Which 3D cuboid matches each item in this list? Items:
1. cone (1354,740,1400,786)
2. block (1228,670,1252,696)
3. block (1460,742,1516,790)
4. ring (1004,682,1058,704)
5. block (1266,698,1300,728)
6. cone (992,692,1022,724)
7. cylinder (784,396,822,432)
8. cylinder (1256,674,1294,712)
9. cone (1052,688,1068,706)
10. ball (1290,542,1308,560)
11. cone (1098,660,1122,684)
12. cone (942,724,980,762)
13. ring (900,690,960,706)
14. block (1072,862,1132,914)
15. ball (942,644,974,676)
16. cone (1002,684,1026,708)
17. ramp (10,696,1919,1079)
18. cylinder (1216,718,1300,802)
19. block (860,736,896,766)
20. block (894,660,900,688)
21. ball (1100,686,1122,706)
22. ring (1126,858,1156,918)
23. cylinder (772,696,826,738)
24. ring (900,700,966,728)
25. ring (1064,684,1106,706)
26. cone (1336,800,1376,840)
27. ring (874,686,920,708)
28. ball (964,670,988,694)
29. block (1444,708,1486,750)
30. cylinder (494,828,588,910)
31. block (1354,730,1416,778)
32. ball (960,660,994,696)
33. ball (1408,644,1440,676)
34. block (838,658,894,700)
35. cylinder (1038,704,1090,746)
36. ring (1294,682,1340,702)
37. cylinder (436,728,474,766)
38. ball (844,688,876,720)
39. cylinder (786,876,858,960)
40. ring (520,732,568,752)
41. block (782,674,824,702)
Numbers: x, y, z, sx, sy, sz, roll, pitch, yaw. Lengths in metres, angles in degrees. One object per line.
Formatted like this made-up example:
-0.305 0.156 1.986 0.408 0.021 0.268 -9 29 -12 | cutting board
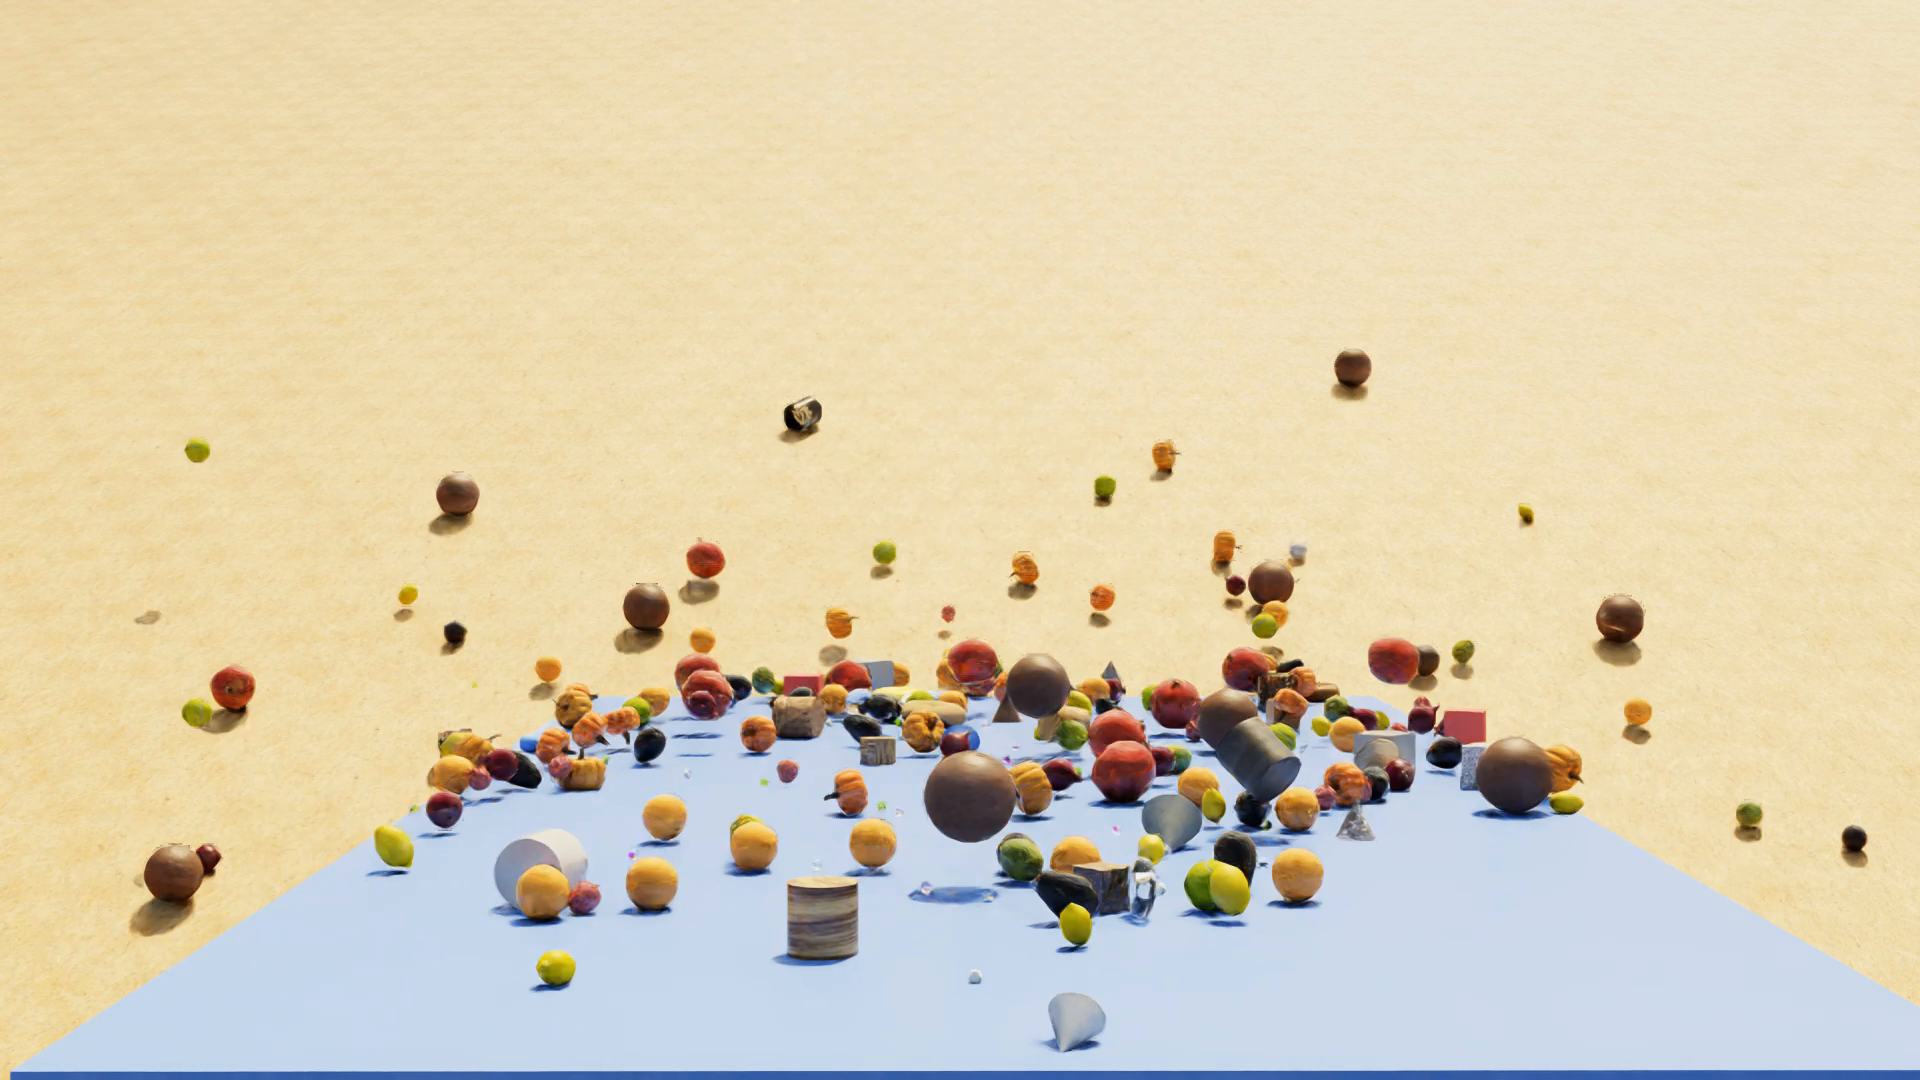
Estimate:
0.790 0.433 4.784 0.092 0.092 0.092 -6 30 -12 | cone
0.716 0.367 6.597 0.061 0.061 0.061 0 0 8 | block
0.975 0.417 4.755 0.076 0.076 0.076 1 2 33 | block
0.176 0.381 6.379 0.139 0.046 0.139 -1 3 0 | ring
0.728 0.391 5.809 0.060 0.060 0.060 0 2 -10 | block
0.107 0.382 5.920 0.072 0.072 0.072 0 2 0 | cone
-0.513 -0.412 8.415 0.092 0.092 0.092 17 30 32 | cylinder
0.755 0.366 6.179 0.087 0.087 0.087 0 2 0 | cylinder
0.239 0.381 6.195 0.055 0.055 0.055 0 2 0 | cone
0.986 0.030 7.507 0.053 0.053 0.053 0 25 0 | ball
0.398 0.343 6.818 0.060 0.060 0.060 0 25 0 | cone
-0.001 0.424 5.178 0.078 0.078 0.078 2 29 4 | cone
-0.072 0.388 6.133 0.143 0.048 0.143 0 3 0 | ring
0.193 0.467 3.466 0.058 0.058 0.058 -2 2 -40 | block
-0.007 0.318 6.842 0.085 0.085 0.085 0 25 0 | ball
0.145 0.392 6.271 0.064 0.064 0.064 -9 16 -19 | cone
0.057 0.512 4.553 2.000 0.100 4.000 0 2 0 | ramp
0.478 0.352 4.129 0.096 0.096 0.096 -16 47 -32 | cylinder
-0.163 0.418 5.123 0.051 0.051 0.051 -1 2 -38 | block
-0.195 0.360 6.740 0.066 0.066 0.066 -3 70 -8 | block
0.368 0.380 6.278 0.052 0.052 0.052 0 25 0 | ball
0.239 0.458 3.397 0.027 0.080 0.080 4 24 -9 | ring
-0.350 0.383 5.595 0.089 0.089 0.089 0 24 18 | cylinder
-0.060 0.394 5.833 0.149 0.050 0.149 5 4 0 | ring
0.321 0.382 6.357 0.130 0.043 0.130 1 3 0 | ring
0.631 0.444 4.110 0.064 0.064 0.064 0 2 0 | cone
-0.153 0.385 6.304 0.127 0.042 0.127 0 3 0 | ring
0.042 0.367 6.630 0.062 0.062 0.062 0 25 0 | ball
1.056 0.394 5.383 0.080 0.080 0.080 1 2 16 | block
-0.569 0.447 3.503 0.097 0.097 0.097 6 3 12 | cylinder
0.809 0.408 4.908 0.083 0.083 0.083 2 3 43 | block
0.044 0.361 6.739 0.090 0.090 0.090 0 25 0 | ball
1.232 0.318 6.841 0.086 0.086 0.086 0 25 0 | ball
-0.237 0.351 6.458 0.100 0.100 0.100 1 2 38 | block
0.213 0.379 5.293 0.079 0.079 0.079 12 16 -31 | cylinder
0.883 0.380 6.428 0.128 0.043 0.128 -1 2 0 | ring
-1.253 0.514 6.402 0.083 0.083 0.083 -7 26 -12 | cylinder
-0.226 0.375 5.885 0.073 0.073 0.073 0 25 0 | ball
-0.168 0.462 3.156 0.088 0.088 0.088 0 2 0 | cylinder
-0.863 0.420 5.345 0.102 0.034 0.102 -1 2 0 | ring
-0.375 0.367 6.195 0.086 0.086 0.086 0 2 7 | block
